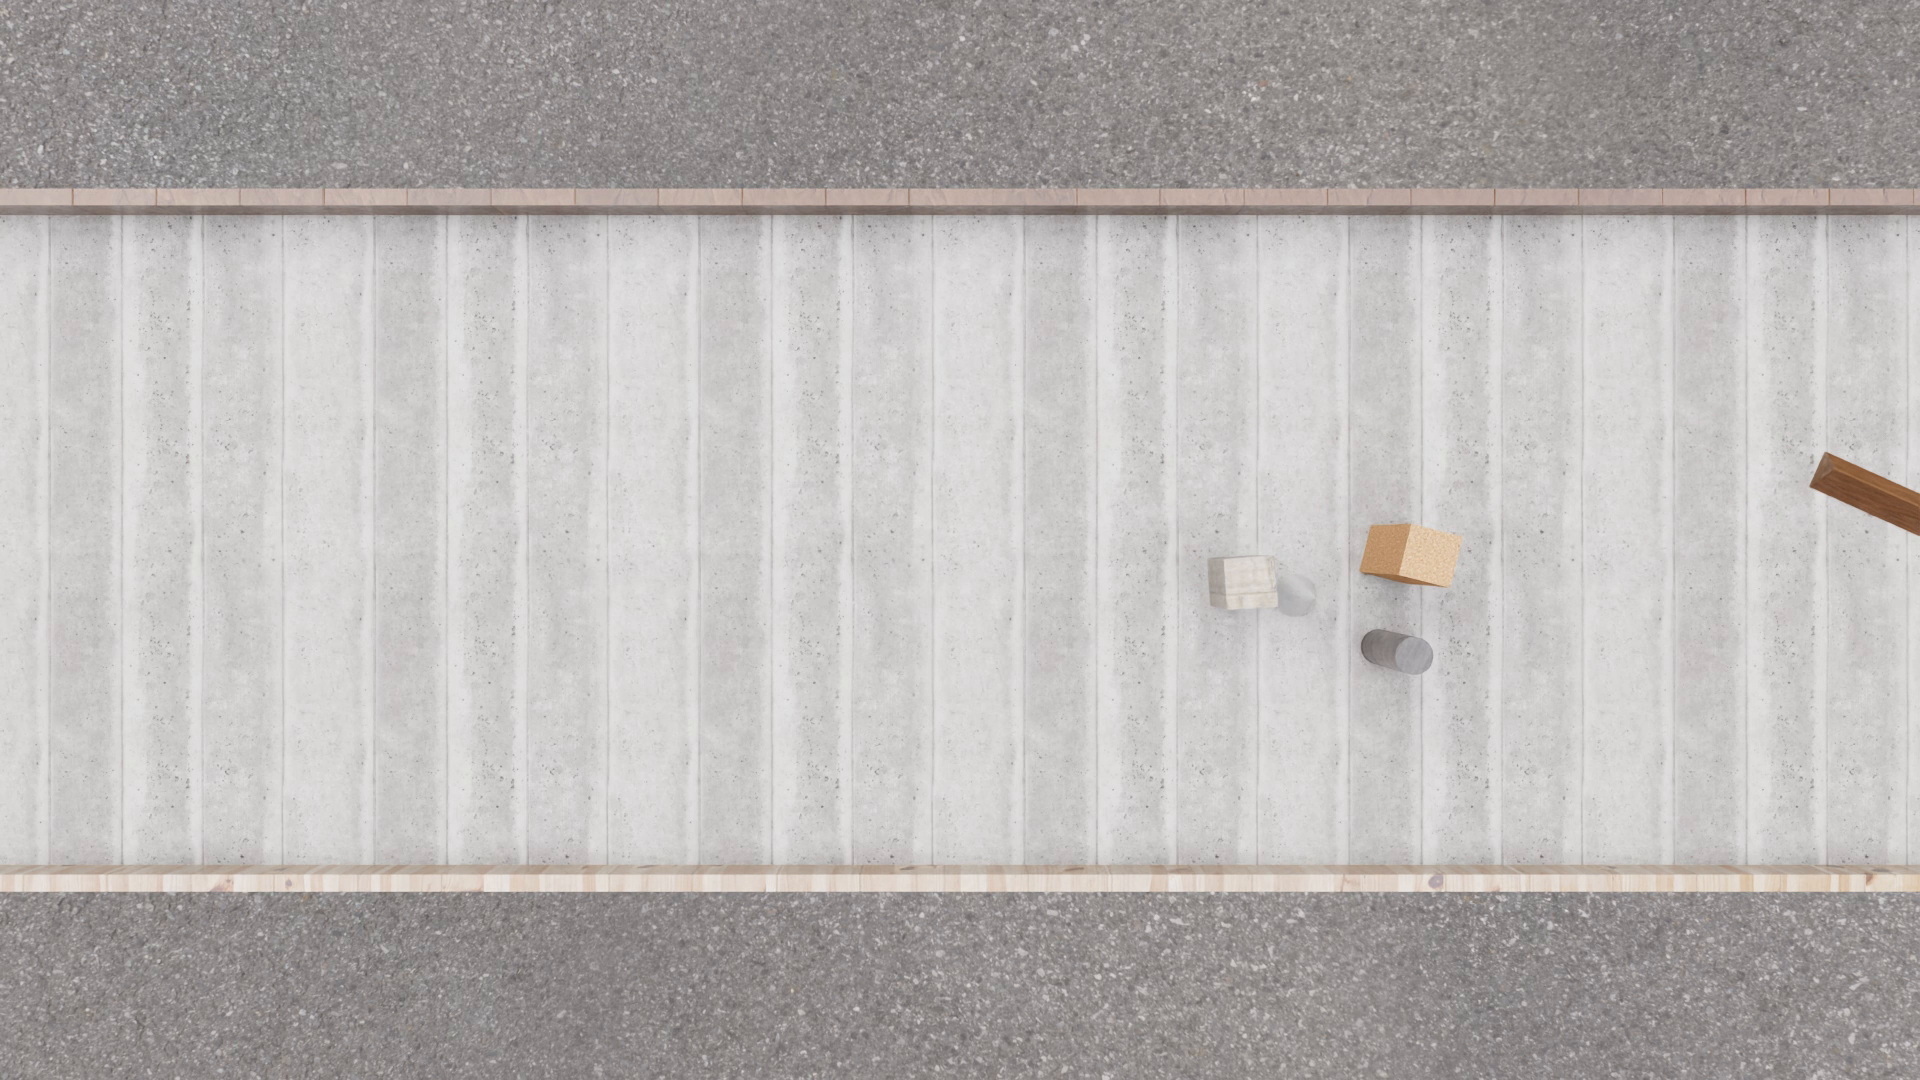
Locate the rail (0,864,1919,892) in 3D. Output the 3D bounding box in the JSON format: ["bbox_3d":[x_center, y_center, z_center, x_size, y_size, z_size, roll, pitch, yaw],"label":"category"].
[{"bbox_3d":[-2.247,1.025,5.001,12.000,0.150,0.050,0,90,0],"label":"rail"}]

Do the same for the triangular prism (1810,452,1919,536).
[{"bbox_3d":[2.832,-0.130,5.023,0.428,0.101,0.117,24,90,0],"label":"triangular prism"}]

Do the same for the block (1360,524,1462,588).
[{"bbox_3d":[1.318,0.044,4.847,0.148,0.459,0.148,14,90,0],"label":"block"}]

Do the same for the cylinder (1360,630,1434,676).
[{"bbox_3d":[1.288,0.329,4.875,0.109,0.402,0.109,0,90,0],"label":"cylinder"}]

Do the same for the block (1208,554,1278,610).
[{"bbox_3d":[0.839,0.124,4.915,0.147,0.323,0.147,-4,90,0],"label":"block"}]

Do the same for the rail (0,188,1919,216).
[{"bbox_3d":[-2.247,-1.025,5.002,12.000,0.150,0.050,0,90,0],"label":"rail"}]

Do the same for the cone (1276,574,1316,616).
[{"bbox_3d":[1.030,0.170,4.924,0.132,0.305,0.132,0,90,0],"label":"cone"}]
